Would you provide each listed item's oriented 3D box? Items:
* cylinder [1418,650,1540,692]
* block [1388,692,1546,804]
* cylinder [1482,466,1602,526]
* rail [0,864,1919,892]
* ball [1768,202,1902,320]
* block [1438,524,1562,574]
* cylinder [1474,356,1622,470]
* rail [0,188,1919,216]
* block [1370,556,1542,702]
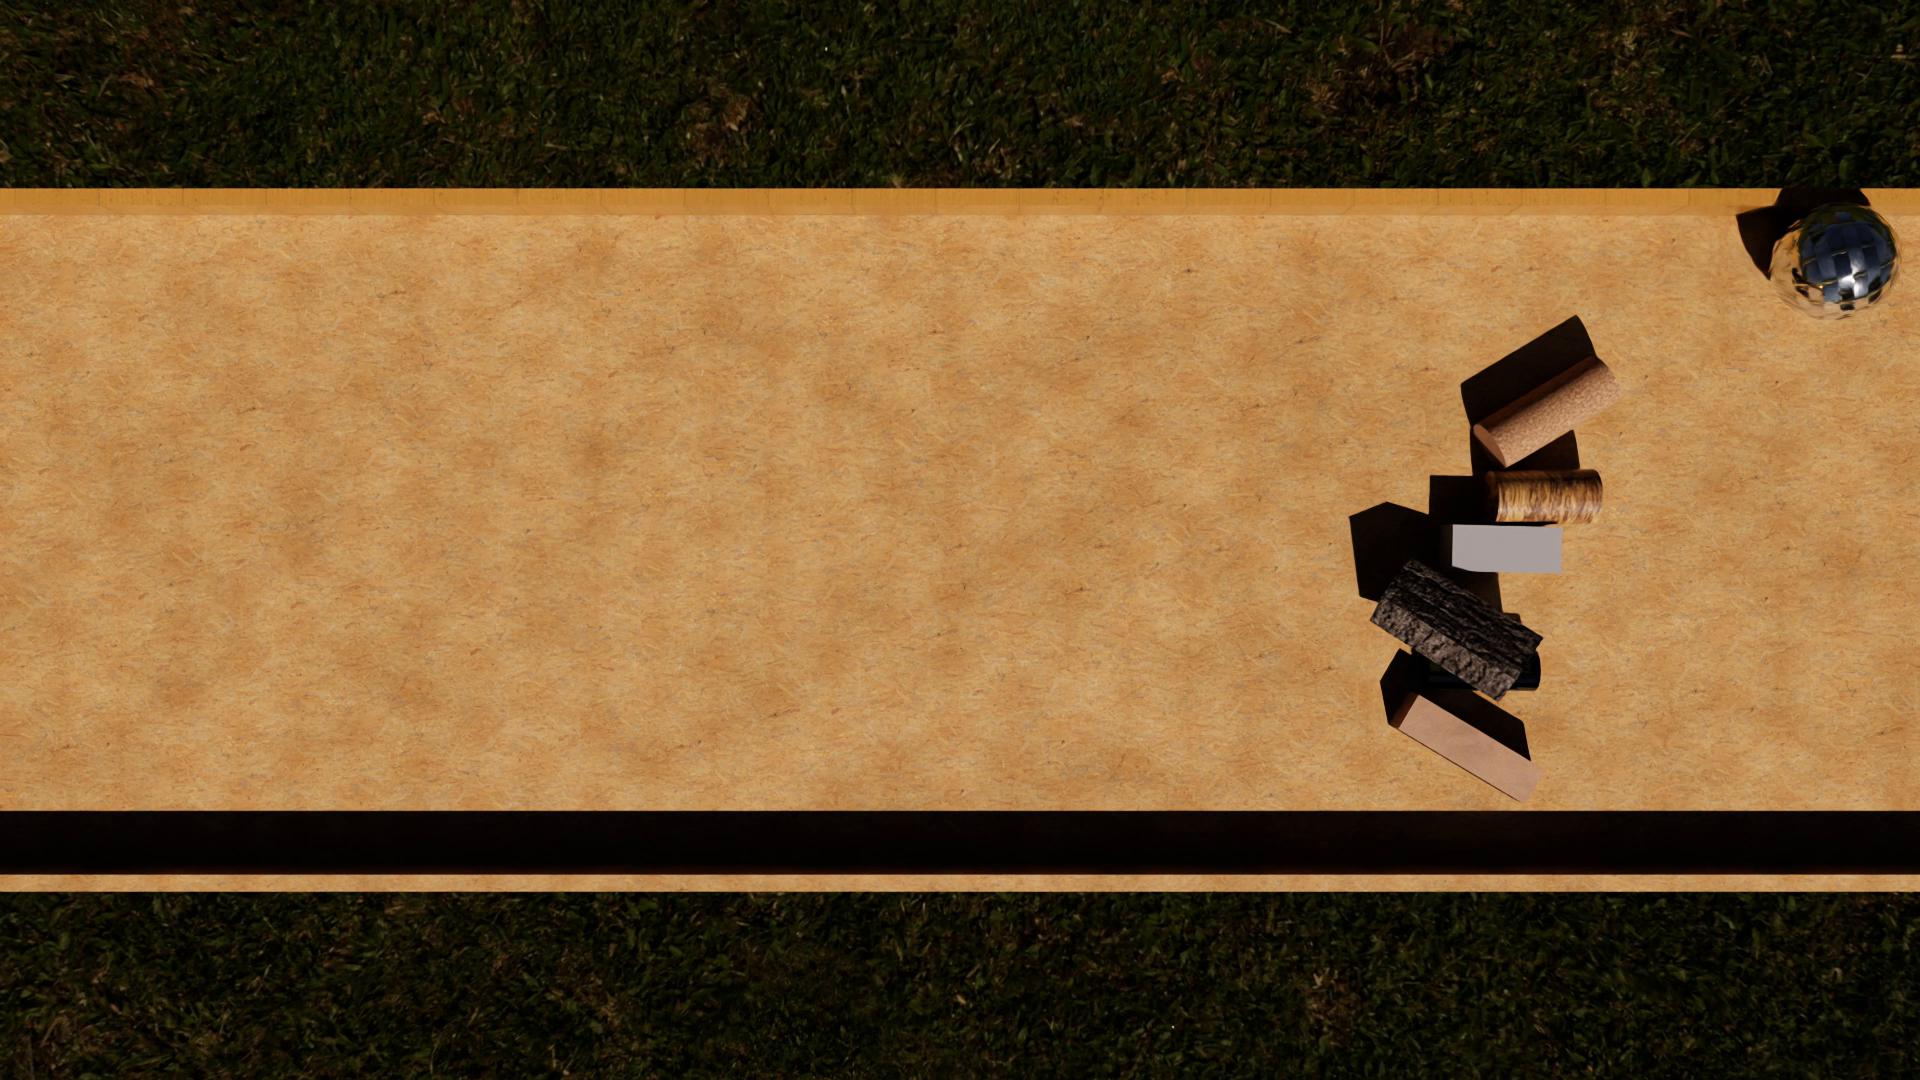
[{"bbox_3d":[1.576,0.392,5.011,0.332,0.131,0.131,1,90,0],"label":"cylinder"},{"bbox_3d":[1.539,0.630,5.017,0.444,0.120,0.120,31,90,0],"label":"block"},{"bbox_3d":[1.760,-0.129,4.993,0.311,0.167,0.167,-4,90,6],"label":"cylinder"},{"bbox_3d":[-2.247,1.025,5.001,12.000,0.150,0.050,0,90,0],"label":"rail"},{"bbox_3d":[2.598,-0.828,4.902,0.348,0.348,0.348,0,90,0],"label":"ball"},{"bbox_3d":[1.638,0.027,5.007,0.327,0.139,0.139,1,90,0],"label":"block"},{"bbox_3d":[1.778,-0.385,4.995,0.405,0.162,0.162,-31,90,0],"label":"cylinder"},{"bbox_3d":[-2.247,-1.025,5.002,12.000,0.150,0.050,0,90,0],"label":"rail"},{"bbox_3d":[1.472,0.265,4.908,0.443,0.169,0.169,34,67,16],"label":"block"}]
